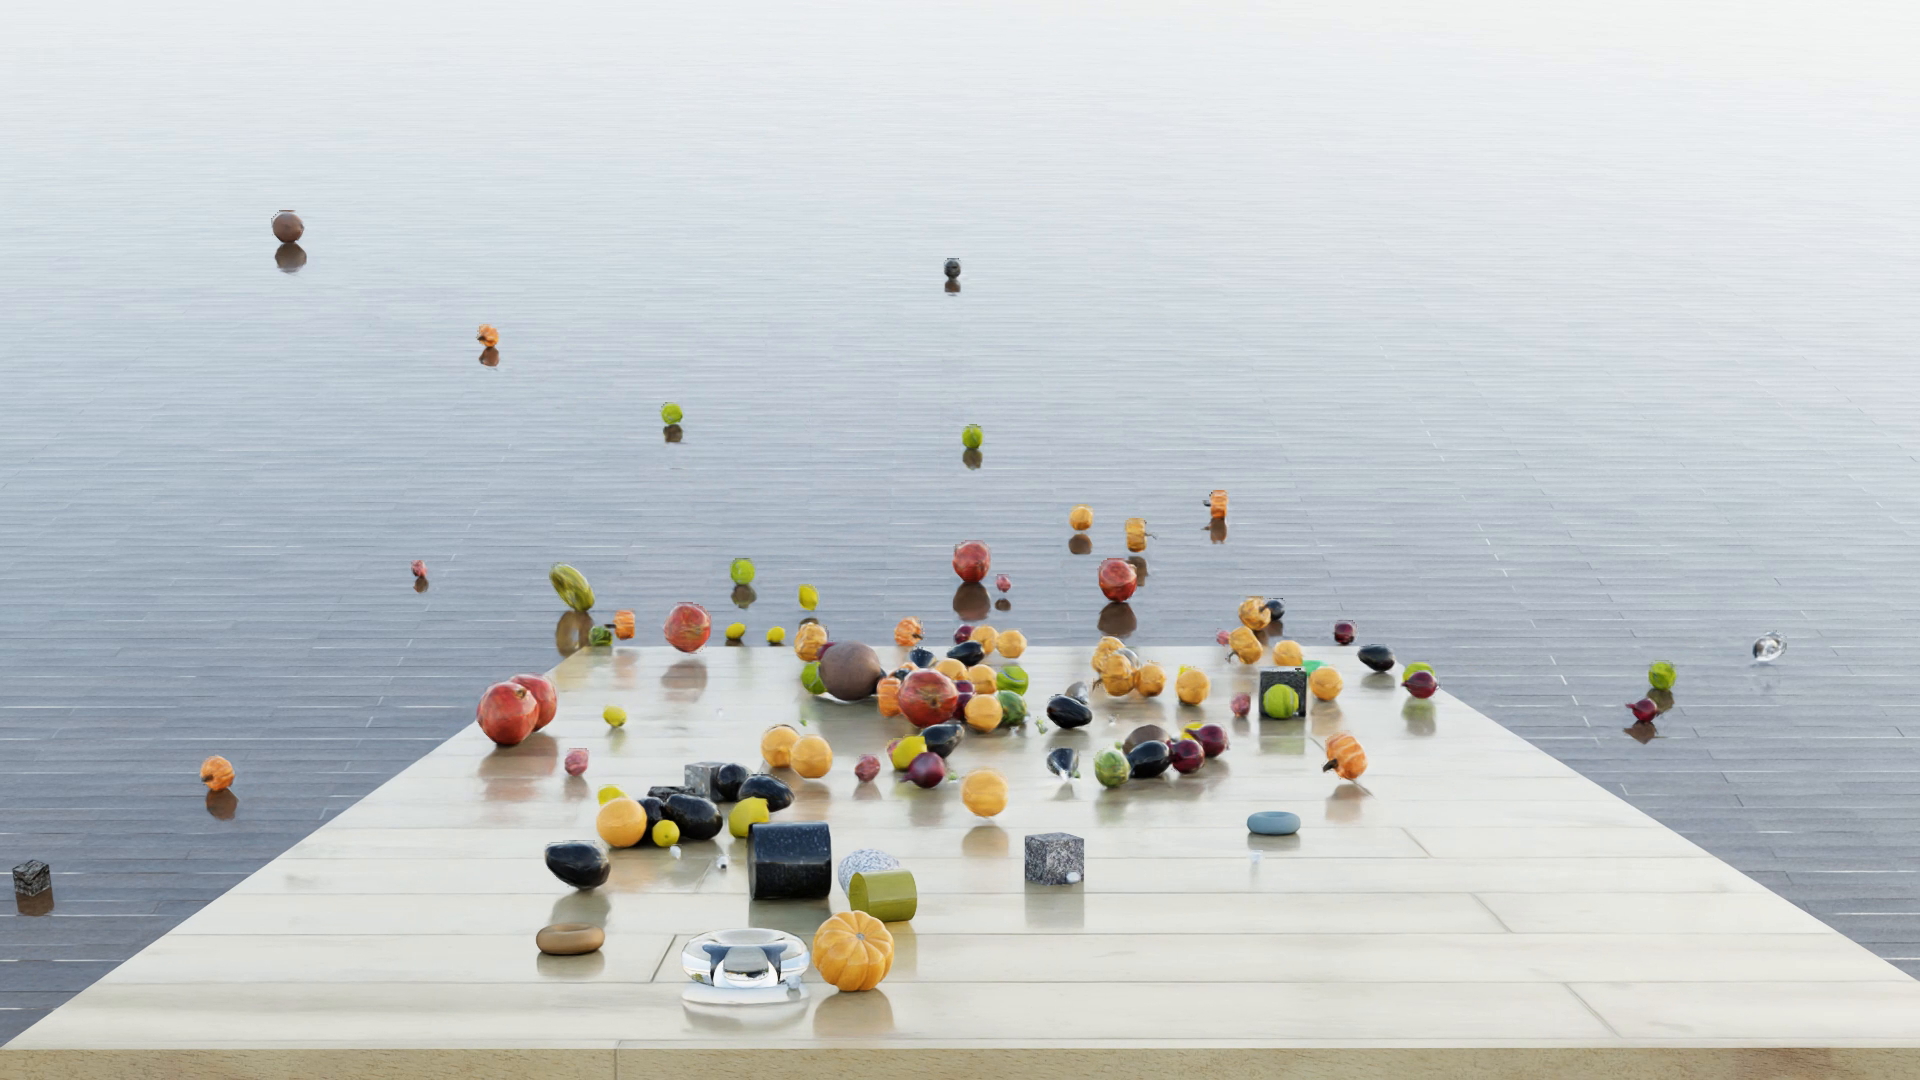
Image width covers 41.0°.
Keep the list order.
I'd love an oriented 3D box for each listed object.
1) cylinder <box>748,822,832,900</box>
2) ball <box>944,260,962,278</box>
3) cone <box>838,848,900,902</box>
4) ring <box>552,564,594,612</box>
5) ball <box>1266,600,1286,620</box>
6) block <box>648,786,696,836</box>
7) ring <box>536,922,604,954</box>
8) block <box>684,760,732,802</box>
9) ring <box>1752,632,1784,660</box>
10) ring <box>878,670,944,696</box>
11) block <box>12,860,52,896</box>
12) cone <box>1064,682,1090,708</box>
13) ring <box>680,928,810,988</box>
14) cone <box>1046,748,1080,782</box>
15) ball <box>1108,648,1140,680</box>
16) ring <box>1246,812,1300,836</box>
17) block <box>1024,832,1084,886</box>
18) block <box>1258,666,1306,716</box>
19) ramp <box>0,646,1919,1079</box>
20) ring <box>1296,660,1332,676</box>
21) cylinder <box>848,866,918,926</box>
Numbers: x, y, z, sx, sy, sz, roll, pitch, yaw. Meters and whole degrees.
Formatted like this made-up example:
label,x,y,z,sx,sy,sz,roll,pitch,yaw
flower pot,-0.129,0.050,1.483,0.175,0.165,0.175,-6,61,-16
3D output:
label,x,y,z,sx,sy,sz,roll,pitch,yaw
cylinder,-0.219,0.410,3.288,0.097,0.097,0.097,-1,20,-11
ball,-0.029,-1.082,10.280,0.071,0.071,0.071,0,21,0
cone,-0.117,0.444,3.180,0.088,0.088,0.088,3,31,8
ring,-1.051,0.130,6.971,0.148,0.148,0.049,20,51,43
ball,0.851,0.188,6.938,0.054,0.054,0.054,0,21,0
block,-0.424,0.398,3.775,0.064,0.064,0.064,0,3,-1
ring,-0.452,0.462,2.982,0.080,0.027,0.080,-2,3,0
block,-0.400,0.384,4.093,0.054,0.054,0.054,2,4,36
ring,2.094,0.276,6.652,0.089,0.089,0.030,-5,40,-14
ring,-0.104,0.306,5.511,0.139,0.046,0.139,0,5,0
block,-1.994,0.725,5.518,0.053,0.053,0.053,11,23,27
cone,0.252,0.330,5.268,0.057,0.057,0.057,-8,33,-21
ring,-0.236,0.461,2.834,0.143,0.048,0.143,0,2,0
cone,0.175,0.387,4.290,0.057,0.057,0.057,-2,30,-5
ball,0.367,0.278,5.758,0.070,0.070,0.070,0,21,0
ring,0.461,0.416,3.777,0.080,0.027,0.080,-1,3,0
block,0.125,0.422,3.403,0.058,0.058,0.058,-2,4,-29
block,0.647,0.304,5.159,0.091,0.091,0.091,0,3,5
ramp,0.048,0.436,4.532,2.000,0.100,4.000,0,3,0
ring,0.807,0.293,5.872,0.083,0.028,0.083,0,9,0
cylinder,-0.094,0.435,3.133,0.064,0.064,0.064,-7,22,-24
